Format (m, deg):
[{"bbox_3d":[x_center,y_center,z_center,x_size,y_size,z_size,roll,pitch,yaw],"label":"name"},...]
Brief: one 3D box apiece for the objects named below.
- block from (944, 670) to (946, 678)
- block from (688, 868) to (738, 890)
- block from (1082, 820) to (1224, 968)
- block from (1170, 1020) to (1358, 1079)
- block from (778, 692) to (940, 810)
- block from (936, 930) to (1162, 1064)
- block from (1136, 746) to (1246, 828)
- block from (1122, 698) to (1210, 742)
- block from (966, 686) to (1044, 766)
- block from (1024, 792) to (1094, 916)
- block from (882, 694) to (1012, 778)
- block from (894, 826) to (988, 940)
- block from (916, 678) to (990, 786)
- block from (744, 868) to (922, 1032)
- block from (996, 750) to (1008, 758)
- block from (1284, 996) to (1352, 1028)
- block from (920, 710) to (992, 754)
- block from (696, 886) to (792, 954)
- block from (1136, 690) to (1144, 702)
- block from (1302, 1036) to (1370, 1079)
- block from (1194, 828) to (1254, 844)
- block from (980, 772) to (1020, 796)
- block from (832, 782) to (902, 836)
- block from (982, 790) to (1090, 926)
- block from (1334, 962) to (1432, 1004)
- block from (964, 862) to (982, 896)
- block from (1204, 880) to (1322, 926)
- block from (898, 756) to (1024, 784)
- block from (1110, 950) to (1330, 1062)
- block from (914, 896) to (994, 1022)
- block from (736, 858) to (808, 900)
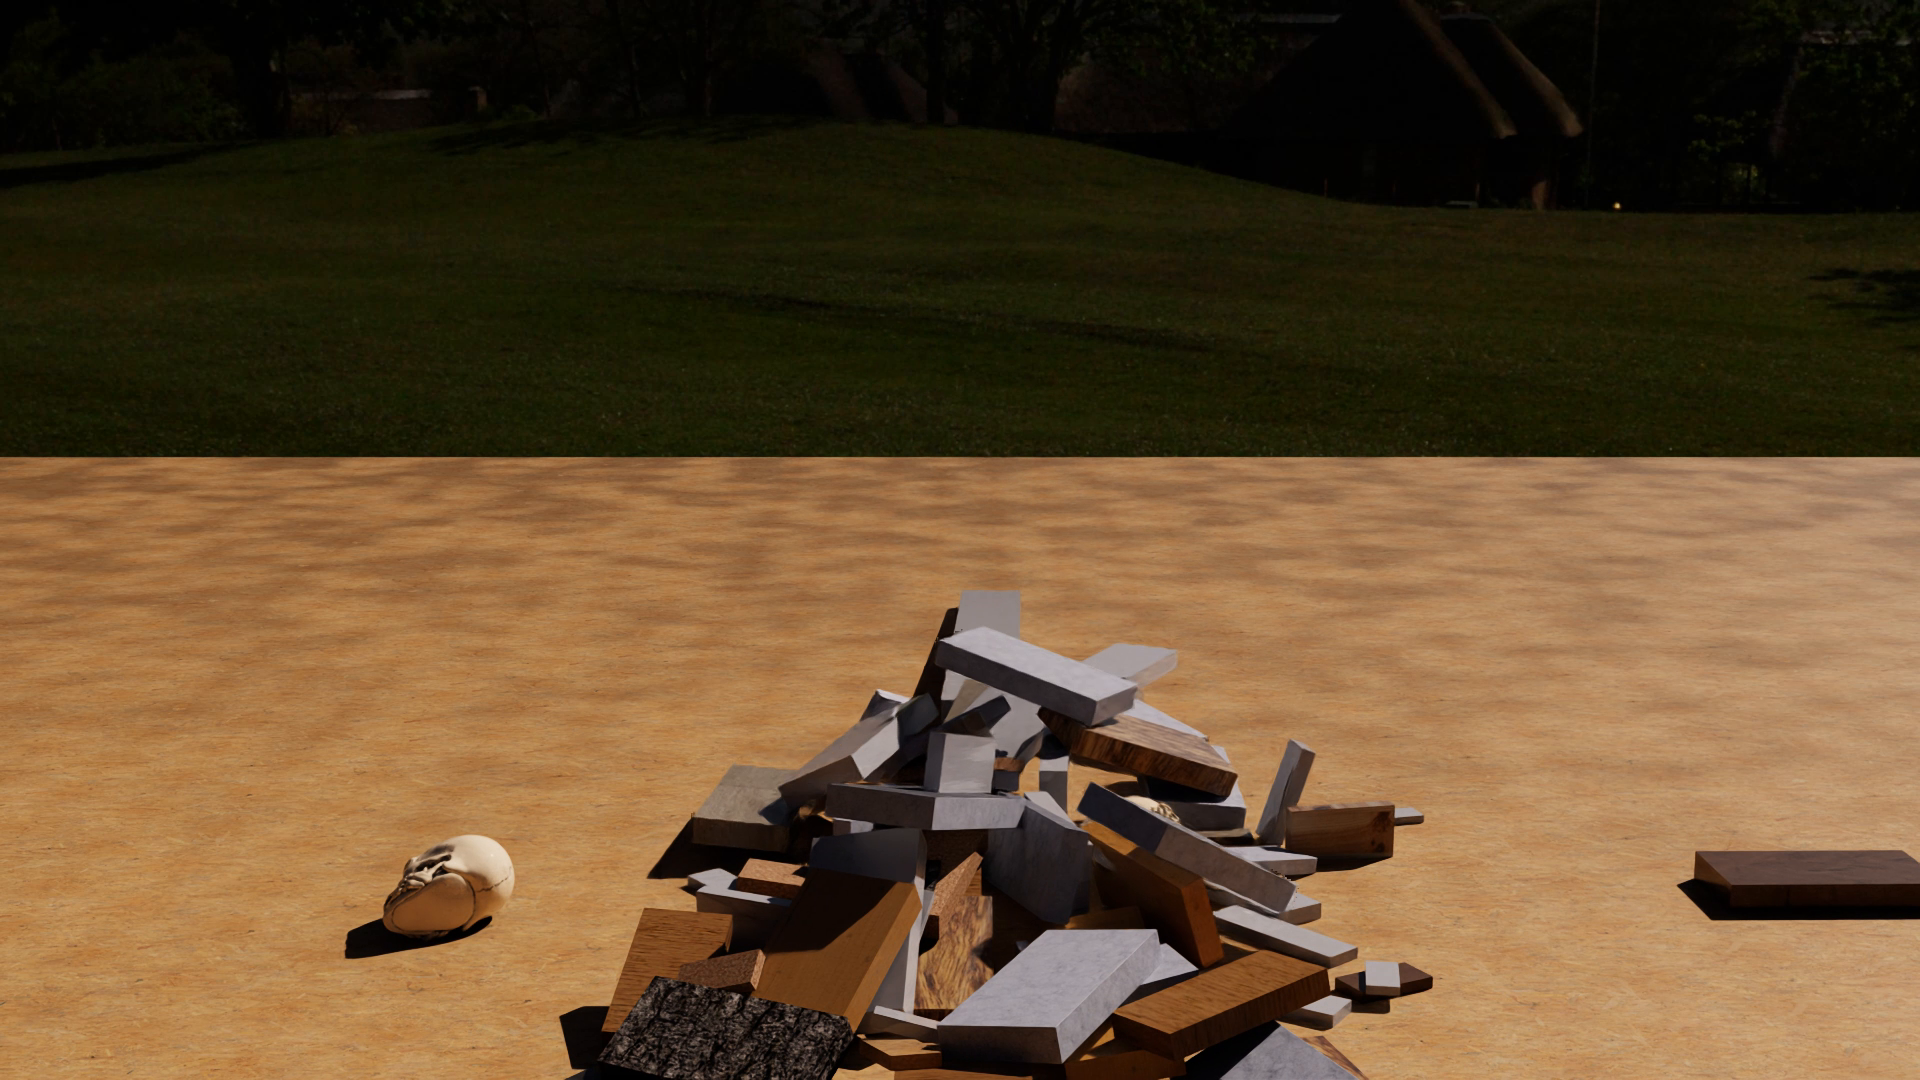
[{"bbox_3d":[0.027,0.323,4.833,0.120,0.034,0.239,0,7,-1],"label":"block"},{"bbox_3d":[-0.396,0.579,3.677,0.063,0.018,0.125,-8,13,-37],"label":"block"},{"bbox_3d":[0.298,0.549,3.445,0.041,0.145,0.291,-26,23,-21],"label":"block"},{"bbox_3d":[0.399,0.701,2.757,0.153,0.043,0.307,-29,17,-15],"label":"block"},{"bbox_3d":[-0.179,0.379,3.971,0.167,0.047,0.334,-25,4,28],"label":"block"},{"bbox_3d":[0.125,0.601,2.922,0.170,0.048,0.340,-6,9,28],"label":"block"},{"bbox_3d":[0.429,0.460,4.145,0.173,0.049,0.346,5,13,-1],"label":"block"},{"bbox_3d":[0.345,0.377,4.522,0.154,0.044,0.309,-6,23,-41],"label":"block"},{"bbox_3d":[0.107,0.340,4.225,0.154,0.044,0.309,21,41,27],"label":"block"},{"bbox_3d":[0.155,0.526,3.612,0.041,0.145,0.291,1,10,-13],"label":"block"},{"bbox_3d":[-0.025,0.363,4.057,0.230,0.033,0.115,-24,-12,-27],"label":"block"},{"bbox_3d":[-0.061,0.513,3.365,0.142,0.040,0.283,5,21,14],"label":"block"},{"bbox_3d":[0.039,0.392,4.230,0.154,0.044,0.309,10,37,14],"label":"block"},{"bbox_3d":[-0.198,0.602,3.049,0.167,0.047,0.334,5,40,26],"label":"block"},{"bbox_3d":[0.045,0.407,3.979,0.079,0.022,0.157,7,-19,2],"label":"block"},{"bbox_3d":[0.490,0.671,3.180,0.134,0.019,0.067,7,12,32],"label":"block"},{"bbox_3d":[-0.001,0.366,3.962,0.115,0.033,0.230,-30,-14,-2],"label":"block"},{"bbox_3d":[-0.307,0.575,3.275,0.182,0.091,0.026,5,12,25],"label":"block"},{"bbox_3d":[0.270,0.372,4.719,0.156,0.044,0.312,5,11,23],"label":"block"},{"bbox_3d":[0.467,0.699,2.863,0.095,0.027,0.190,-2,10,-15],"label":"block"},{"bbox_3d":[0.472,0.532,3.943,0.101,0.014,0.050,0,11,0],"label":"block"},{"bbox_3d":[0.024,0.431,3.868,0.111,0.031,0.221,3,-11,-12],"label":"block"},{"bbox_3d":[-0.158,0.507,3.802,0.033,0.115,0.230,4,11,20],"label":"block"},{"bbox_3d":[0.115,0.508,3.550,0.041,0.145,0.386,14,-2,-15],"label":"block"},{"bbox_3d":[0.628,0.657,3.260,0.131,0.018,0.065,-6,12,-27],"label":"block"},{"bbox_3d":[-0.038,0.566,3.420,0.142,0.040,0.283,0,31,0],"label":"block"},{"bbox_3d":[0.492,0.588,3.604,0.095,0.027,0.190,-7,12,-32],"label":"block"},{"bbox_3d":[-0.001,0.412,3.923,0.079,0.022,0.257,10,-17,-38],"label":"block"},{"bbox_3d":[0.344,0.610,2.897,0.263,0.037,0.131,-15,9,-30],"label":"block"},{"bbox_3d":[-0.022,0.618,3.225,0.142,0.040,0.283,0,24,0],"label":"block"},{"bbox_3d":[-0.269,0.569,3.651,0.186,0.026,0.093,8,11,5],"label":"block"}]
